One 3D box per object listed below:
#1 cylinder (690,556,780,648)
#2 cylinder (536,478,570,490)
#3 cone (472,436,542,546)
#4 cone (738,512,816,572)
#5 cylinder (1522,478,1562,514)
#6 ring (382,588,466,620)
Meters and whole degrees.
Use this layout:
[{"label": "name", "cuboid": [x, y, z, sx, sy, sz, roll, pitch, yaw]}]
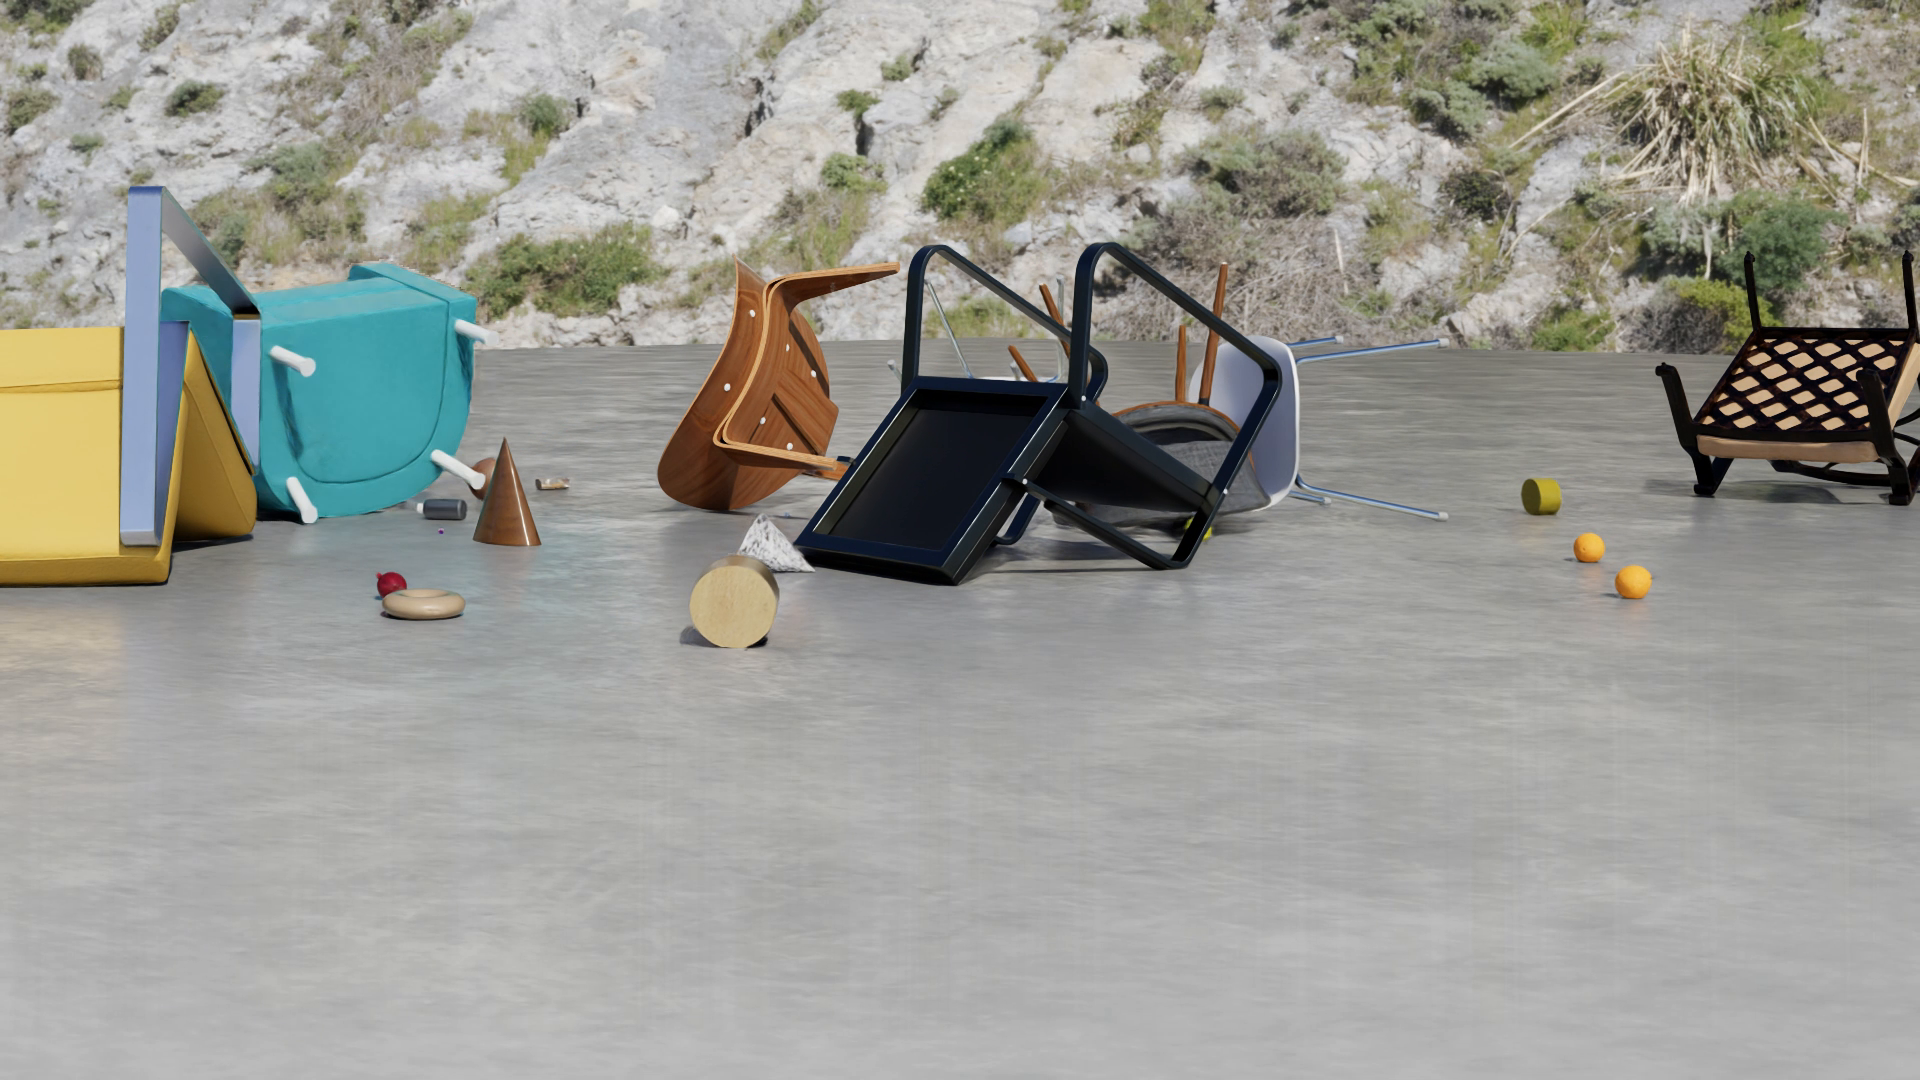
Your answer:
[{"label": "cylinder", "cuboid": [-0.404, 0.110, 4.626, 0.153, 0.147, 0.170, 17, 5, -4]}, {"label": "cylinder", "cuboid": [-1.258, -0.173, 7.924, 0.092, 0.034, 0.060, -3, 12, -26]}, {"label": "cone", "cuboid": [-1.126, -0.128, 6.360, 0.125, 0.265, 0.275, -5, 7, -38]}, {"label": "cone", "cuboid": [-0.395, 0.038, 5.719, 0.165, 0.140, 0.193, 24, 19, 4]}, {"label": "cylinder", "cuboid": [1.607, -0.120, 7.094, 0.065, 0.094, 0.105, -2, 45, -19]}, {"label": "ring", "cuboid": [-1.044, 0.125, 4.993, 0.159, 0.044, 0.206, -1, 6, -21]}]
